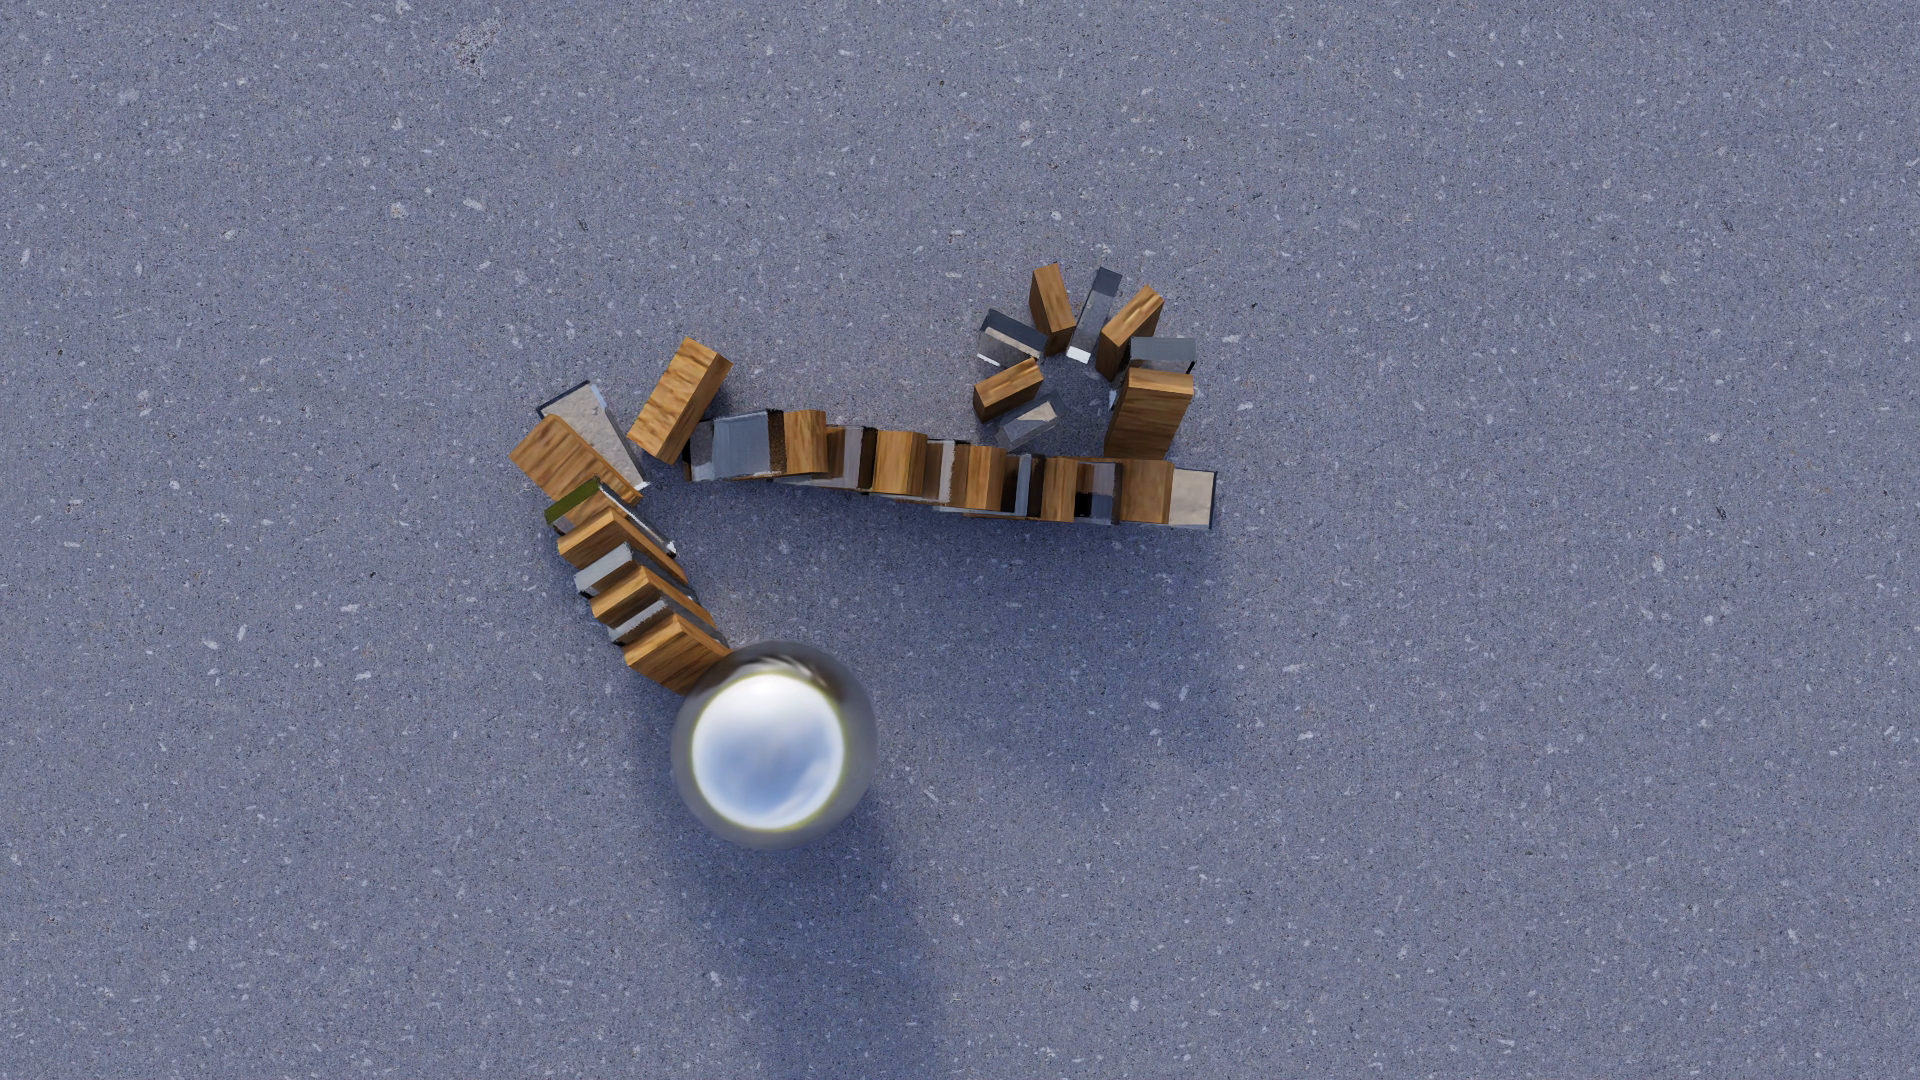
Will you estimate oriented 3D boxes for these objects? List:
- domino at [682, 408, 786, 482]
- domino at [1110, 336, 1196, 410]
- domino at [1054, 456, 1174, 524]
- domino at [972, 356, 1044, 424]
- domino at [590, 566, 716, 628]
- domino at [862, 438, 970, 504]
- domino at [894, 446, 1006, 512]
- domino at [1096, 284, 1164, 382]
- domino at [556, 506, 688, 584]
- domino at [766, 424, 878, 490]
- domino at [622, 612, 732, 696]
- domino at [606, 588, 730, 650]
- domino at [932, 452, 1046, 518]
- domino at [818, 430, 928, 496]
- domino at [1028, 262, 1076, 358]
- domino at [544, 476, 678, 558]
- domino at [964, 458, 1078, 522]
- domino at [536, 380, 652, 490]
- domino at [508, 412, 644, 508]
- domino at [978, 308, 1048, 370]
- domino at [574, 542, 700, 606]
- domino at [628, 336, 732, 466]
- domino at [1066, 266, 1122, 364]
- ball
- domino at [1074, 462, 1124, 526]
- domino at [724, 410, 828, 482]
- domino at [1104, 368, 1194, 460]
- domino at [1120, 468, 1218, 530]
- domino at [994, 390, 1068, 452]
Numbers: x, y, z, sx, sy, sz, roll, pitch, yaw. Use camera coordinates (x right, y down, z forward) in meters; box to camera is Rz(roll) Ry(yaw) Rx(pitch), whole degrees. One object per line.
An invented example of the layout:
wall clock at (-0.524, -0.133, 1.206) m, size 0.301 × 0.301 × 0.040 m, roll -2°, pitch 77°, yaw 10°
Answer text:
domino at (-0.095, -0.039, 0.382) m, size 0.050 × 0.010 × 0.025 m, roll -4°, pitch 89°, yaw 32°
domino at (0.078, -0.067, 0.375) m, size 0.025 × 0.050 × 0.009 m, roll 1°, pitch 75°, yaw 0°
domino at (0.062, -0.021, 0.383) m, size 0.050 × 0.010 × 0.025 m, roll 6°, pitch 90°, yaw 30°
domino at (0.019, -0.060, 0.375) m, size 0.025 × 0.050 × 0.009 m, roll -26°, pitch 90°, yaw 0°
domino at (-0.125, 0.031, 0.376) m, size 0.025 × 0.050 × 0.010 m, roll -34°, pitch 57°, yaw 0°
domino at (-0.019, -0.029, 0.380) m, size 0.050 × 0.009 × 0.025 m, roll 7°, pitch 92°, yaw 40°
domino at (-0.005, -0.026, 0.380) m, size 0.050 × 0.009 × 0.025 m, roll 7°, pitch 91°, yaw 40°
domino at (0.069, -0.083, 0.375) m, size 0.009 × 0.050 × 0.025 m, roll 45°, pitch 90°, yaw 8°
domino at (-0.138, 0.009, 0.378) m, size 0.025 × 0.050 × 0.010 m, roll -33°, pitch 50°, yaw 0°
domino at (-0.058, -0.035, 0.383) m, size 0.050 × 0.010 × 0.025 m, roll 6°, pitch 90°, yaw 32°
domino at (-0.112, 0.050, 0.376) m, size 0.025 × 0.050 × 0.010 m, roll -33°, pitch 57°, yaw 0°
domino at (-0.119, 0.040, 0.376) m, size 0.025 × 0.050 × 0.009 m, roll -33°, pitch 57°, yaw 0°
domino at (0.011, -0.023, 0.379) m, size 0.050 × 0.009 × 0.025 m, roll 5°, pitch 91°, yaw 40°
domino at (-0.037, -0.032, 0.381) m, size 0.050 × 0.009 × 0.025 m, roll 6°, pitch 90°, yaw 38°
domino at (0.037, -0.093, 0.375) m, size 0.010 × 0.050 × 0.025 m, roll -17°, pitch 90°, yaw 2°
domino at (-0.143, -0.002, 0.378) m, size 0.025 × 0.050 × 0.009 m, roll -35°, pitch 50°, yaw 0°
domino at (0.024, -0.021, 0.380) m, size 0.050 × 0.009 × 0.025 m, roll 4°, pitch 90°, yaw 40°
domino at (-0.158, -0.040, 0.395) m, size 0.025 × 0.009 × 0.050 m, roll -29°, pitch 90°, yaw 0°
domino at (-0.162, -0.027, 0.386) m, size 0.050 × 0.009 × 0.025 m, roll 44°, pitch 90°, yaw 0°
domino at (0.021, -0.079, 0.375) m, size 0.025 × 0.050 × 0.009 m, roll 26°, pitch 90°, yaw 0°
domino at (-0.131, 0.022, 0.376) m, size 0.025 × 0.050 × 0.010 m, roll -33°, pitch 57°, yaw 0°
domino at (-0.119, -0.059, 0.389) m, size 0.025 × 0.009 × 0.050 m, roll 31°, pitch 90°, yaw 37°
domino at (0.054, -0.091, 0.375) m, size 0.009 × 0.050 × 0.025 m, roll 22°, pitch 90°, yaw 3°
ball at (-0.072, 0.080, 0.360) m, size 0.080 × 0.080 × 0.080 m, roll 0°, pitch 90°, yaw 0°
domino at (0.042, -0.020, 0.383) m, size 0.050 × 0.010 × 0.025 m, roll 4°, pitch 90°, yaw 30°
domino at (-0.078, -0.039, 0.383) m, size 0.050 × 0.010 × 0.025 m, roll -3°, pitch 90°, yaw 32°
domino at (0.076, -0.050, 0.376) m, size 0.025 × 0.050 × 0.010 m, roll 7°, pitch 62°, yaw 0°
domino at (0.084, -0.019, 0.395) m, size 0.050 × 0.009 × 0.025 m, roll 6°, pitch 90°, yaw 0°
domino at (0.028, -0.048, 0.375) m, size 0.025 × 0.050 × 0.009 m, roll -29°, pitch 90°, yaw 0°
